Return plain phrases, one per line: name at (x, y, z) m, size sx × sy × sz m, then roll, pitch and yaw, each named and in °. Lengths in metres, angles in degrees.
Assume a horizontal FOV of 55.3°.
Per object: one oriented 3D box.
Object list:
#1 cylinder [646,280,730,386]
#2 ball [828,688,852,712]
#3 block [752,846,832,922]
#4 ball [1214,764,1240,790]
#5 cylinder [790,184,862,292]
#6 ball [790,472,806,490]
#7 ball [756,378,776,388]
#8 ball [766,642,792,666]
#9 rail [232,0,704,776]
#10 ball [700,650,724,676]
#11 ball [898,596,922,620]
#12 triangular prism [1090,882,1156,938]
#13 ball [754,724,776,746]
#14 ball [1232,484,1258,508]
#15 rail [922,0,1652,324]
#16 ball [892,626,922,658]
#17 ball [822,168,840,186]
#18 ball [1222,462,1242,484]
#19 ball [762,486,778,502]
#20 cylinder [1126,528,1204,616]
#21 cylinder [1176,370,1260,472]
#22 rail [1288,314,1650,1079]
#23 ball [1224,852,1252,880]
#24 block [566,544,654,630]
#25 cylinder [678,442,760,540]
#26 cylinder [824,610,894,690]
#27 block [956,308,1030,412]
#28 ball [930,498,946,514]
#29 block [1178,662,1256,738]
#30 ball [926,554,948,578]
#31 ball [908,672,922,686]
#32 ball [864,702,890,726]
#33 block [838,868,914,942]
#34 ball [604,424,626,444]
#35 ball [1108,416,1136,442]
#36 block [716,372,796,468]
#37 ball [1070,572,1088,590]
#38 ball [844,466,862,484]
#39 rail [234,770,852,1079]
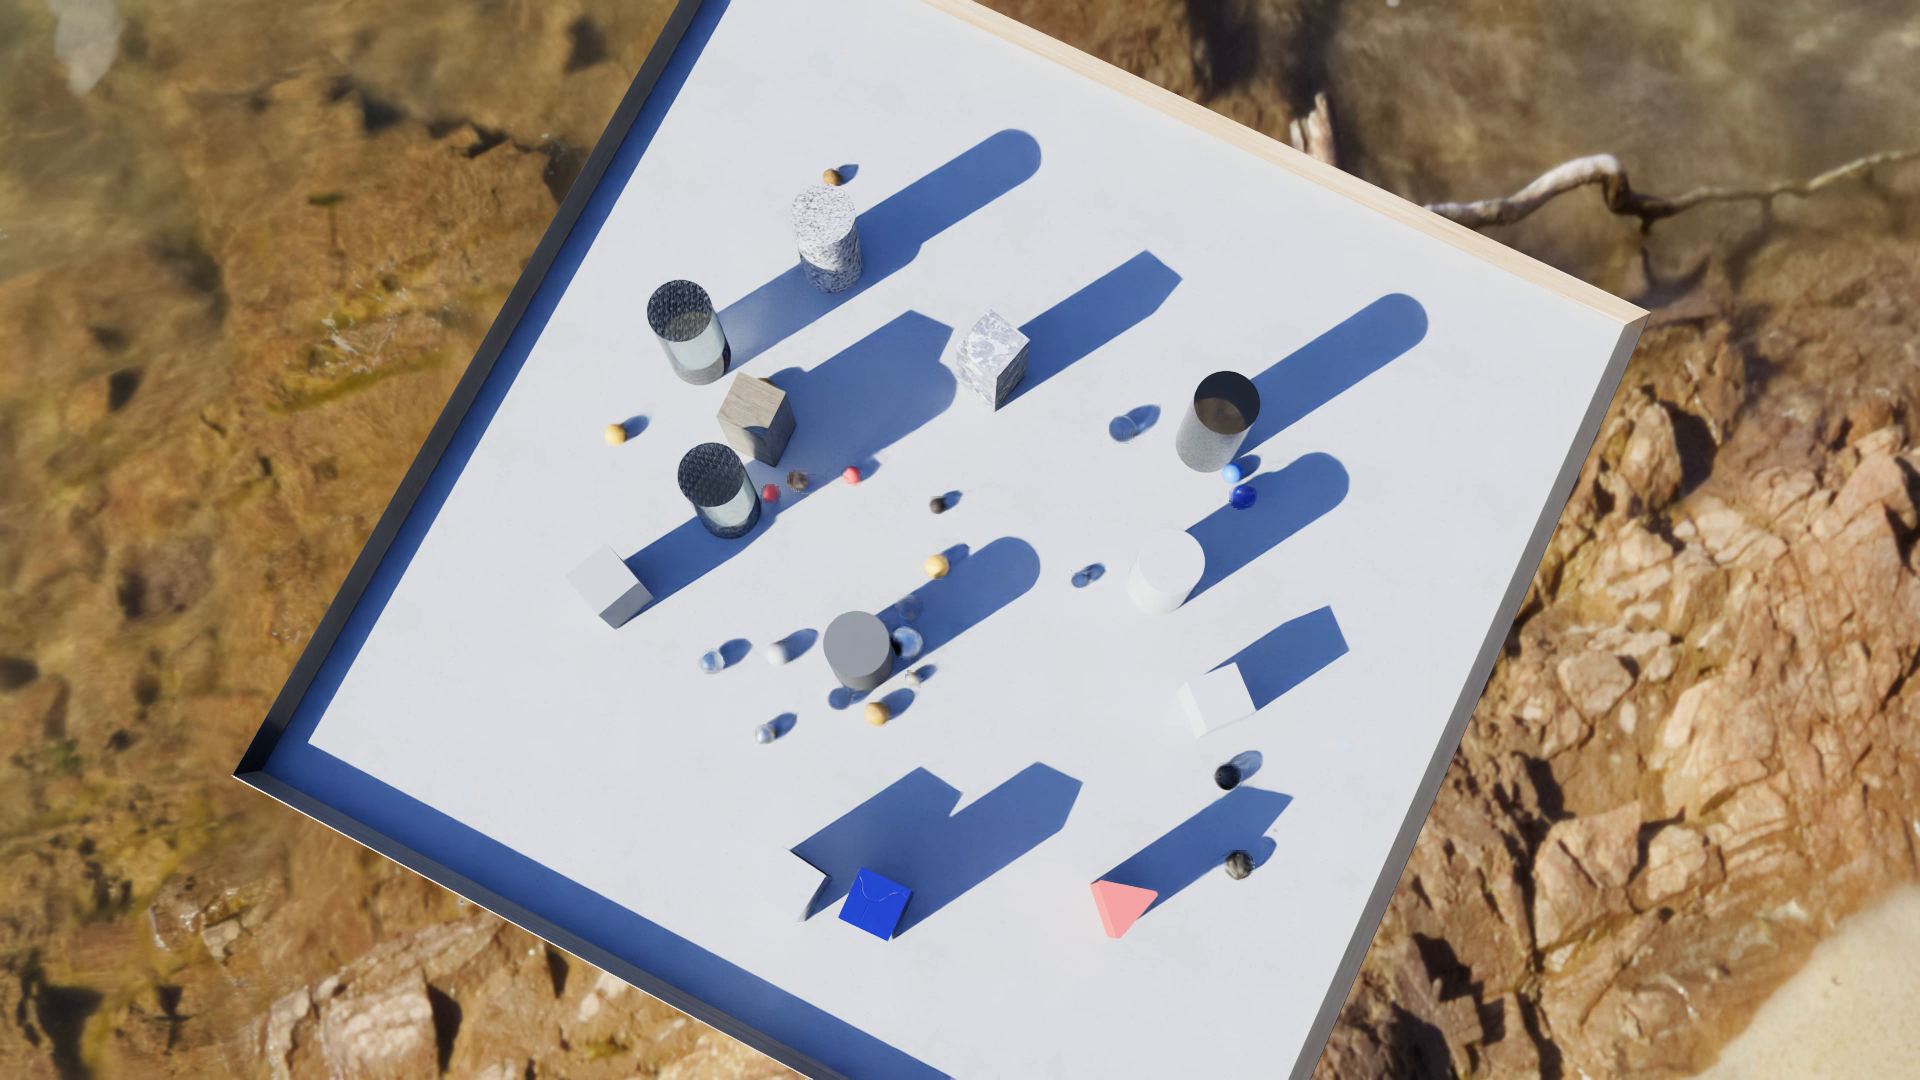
cylinder at (-0.812, -0.619, 5.520) m, size 0.190 × 0.440 × 0.190 m, roll 0°, pitch 78°, yaw 0°
ball at (-0.360, 0.476, 5.481) m, size 0.072 × 0.072 × 0.072 m, roll 0°, pitch 78°, yaw 0°
block at (-0.480, 0.991, 5.266) m, size 0.152 × 0.285 × 0.152 m, roll 32°, pitch 80°, yaw 6°
ball at (0.792, 0.703, 5.431) m, size 0.078 × 0.078 × 0.078 m, roll 0°, pitch 78°, yaw 0°
cylinder at (-0.403, -0.915, 5.590) m, size 0.190 × 0.421 × 0.190 m, roll 0°, pitch 78°, yaw 0°
ball at (-0.497, -0.181, 5.627) m, size 0.053 × 0.053 × 0.053 m, roll 0°, pitch 78°, yaw 0°
ball at (-0.610, -0.460, 5.667) m, size 0.087 × 0.087 × 0.087 m, roll 0°, pitch 78°, yaw 0°
ball at (-0.546, 0.342, 5.506) m, size 0.078 × 0.078 × 0.078 m, roll 0°, pitch 78°, yaw 0°
rail at (-1.396, -0.677, 5.692) m, size 0.045 × 0.124 × 3.170 m, roll 26°, pitch 80°, yaw 5°
ball at (-0.745, 0.368, 5.502) m, size 0.075 × 0.075 × 0.075 m, roll 0°, pitch 78°, yaw 0°
ball at (-0.152, 0.204, 5.537) m, size 0.074 × 0.074 × 0.074 m, roll 0°, pitch 78°, yaw 0°
triangular prism at (0.438, 1.026, 5.235) m, size 0.143 × 0.331 × 0.165 m, roll 41°, pitch 81°, yaw 8°
ball at (-0.582, 0.580, 5.464) m, size 0.063 × 0.063 × 0.063 m, roll 0°, pitch 78°, yaw 0°
ball at (0.870, -0.134, 5.605) m, size 0.078 × 0.078 × 0.078 m, roll 0°, pitch 78°, yaw 0°
rail at (0.698, -1.361, 5.834) m, size 3.169 × 0.124 × 0.045 m, roll 26°, pitch 80°, yaw 5°
ball at (-0.160, 0.305, 5.505) m, size 0.095 × 0.095 × 0.095 m, roll 0°, pitch 78°, yaw 0°
ball at (-0.408, -1.150, 5.825) m, size 0.058 × 0.058 × 0.058 m, roll 0°, pitch 78°, yaw 0°
ball at (0.836, -0.205, 5.626) m, size 0.064 × 0.064 × 0.064 m, roll 0°, pitch 78°, yaw 0°
ball at (-0.581, -0.139, 5.620) m, size 0.049 × 0.049 × 0.049 m, roll 0°, pitch 78°, yaw 0°
cylinder at (0.603, 0.098, 5.406) m, size 0.190 × 0.372 × 0.190 m, roll 0°, pitch 78°, yaw 0°
cylinder at (0.763, -0.346, 5.456) m, size 0.190 × 0.454 × 0.190 m, roll 0°, pitch 78°, yaw 0°
rail at (1.396, 0.690, 5.410) m, size 0.045 × 0.124 × 3.170 m, roll 26°, pitch 80°, yaw 5°
ball at (0.816, 0.955, 5.378) m, size 0.081 × 0.081 × 0.081 m, roll 0°, pitch 78°, yaw 0°
block at (-1.038, 0.140, 5.447) m, size 0.152 × 0.275 × 0.152 m, roll -40°, pitch 81°, yaw -8°
cylinder at (-0.707, -0.140, 5.418) m, size 0.190 × 0.445 × 0.190 m, roll 0°, pitch 78°, yaw 0°
cylinder at (-0.295, 0.328, 5.380) m, size 0.190 × 0.330 × 0.190 m, roll 0°, pitch 78°, yaw 0°
block at (0.097, -0.539, 5.538) m, size 0.152 × 0.371 × 0.152 m, roll 39°, pitch 81°, yaw 7°
ball at (-0.069, -0.105, 5.612) m, size 0.051 × 0.051 × 0.051 m, roll 0°, pitch 78°, yaw 0°
block at (0.753, 0.475, 5.394) m, size 0.152 × 0.243 × 0.152 m, roll -21°, pitch 79°, yaw -4°
ball at (-0.069, 0.079, 5.564) m, size 0.071 × 0.071 × 0.071 m, roll 0°, pitch 78°, yaw 0°
ball at (-0.136, 0.417, 5.508) m, size 0.044 × 0.044 × 0.044 m, roll 0°, pitch 78°, yaw 0°
ball at (-0.249, 0.519, 5.470) m, size 0.076 × 0.076 × 0.076 m, roll 0°, pitch 78°, yaw 0°
block at (-0.234, 1.037, 5.212) m, size 0.152 × 0.371 × 0.152 m, roll 24°, pitch 79°, yaw 5°
ball at (-1.062, -0.326, 5.650) m, size 0.065 × 0.065 × 0.065 m, roll 0°, pitch 78°, yaw 0°
ball at (0.499, -0.342, 5.644) m, size 0.084 × 0.084 × 0.084 m, roll 0°, pitch 78°, yaw 0°
block at (-0.607, -0.358, 5.506) m, size 0.152 × 0.362 × 0.152 m, roll 24°, pitch 79°, yaw 5°
ball at (0.364, 0.122, 5.563) m, size 0.055 × 0.055 × 0.055 m, roll 0°, pitch 78°, yaw 0°
ball at (-0.330, -0.197, 5.628) m, size 0.056 × 0.056 × 0.056 m, roll 0°, pitch 78°, yaw 0°
rail at (-0.698, 1.374, 5.268) m, size 3.169 × 0.124 × 0.045 m, roll 26°, pitch 80°, yaw 5°
